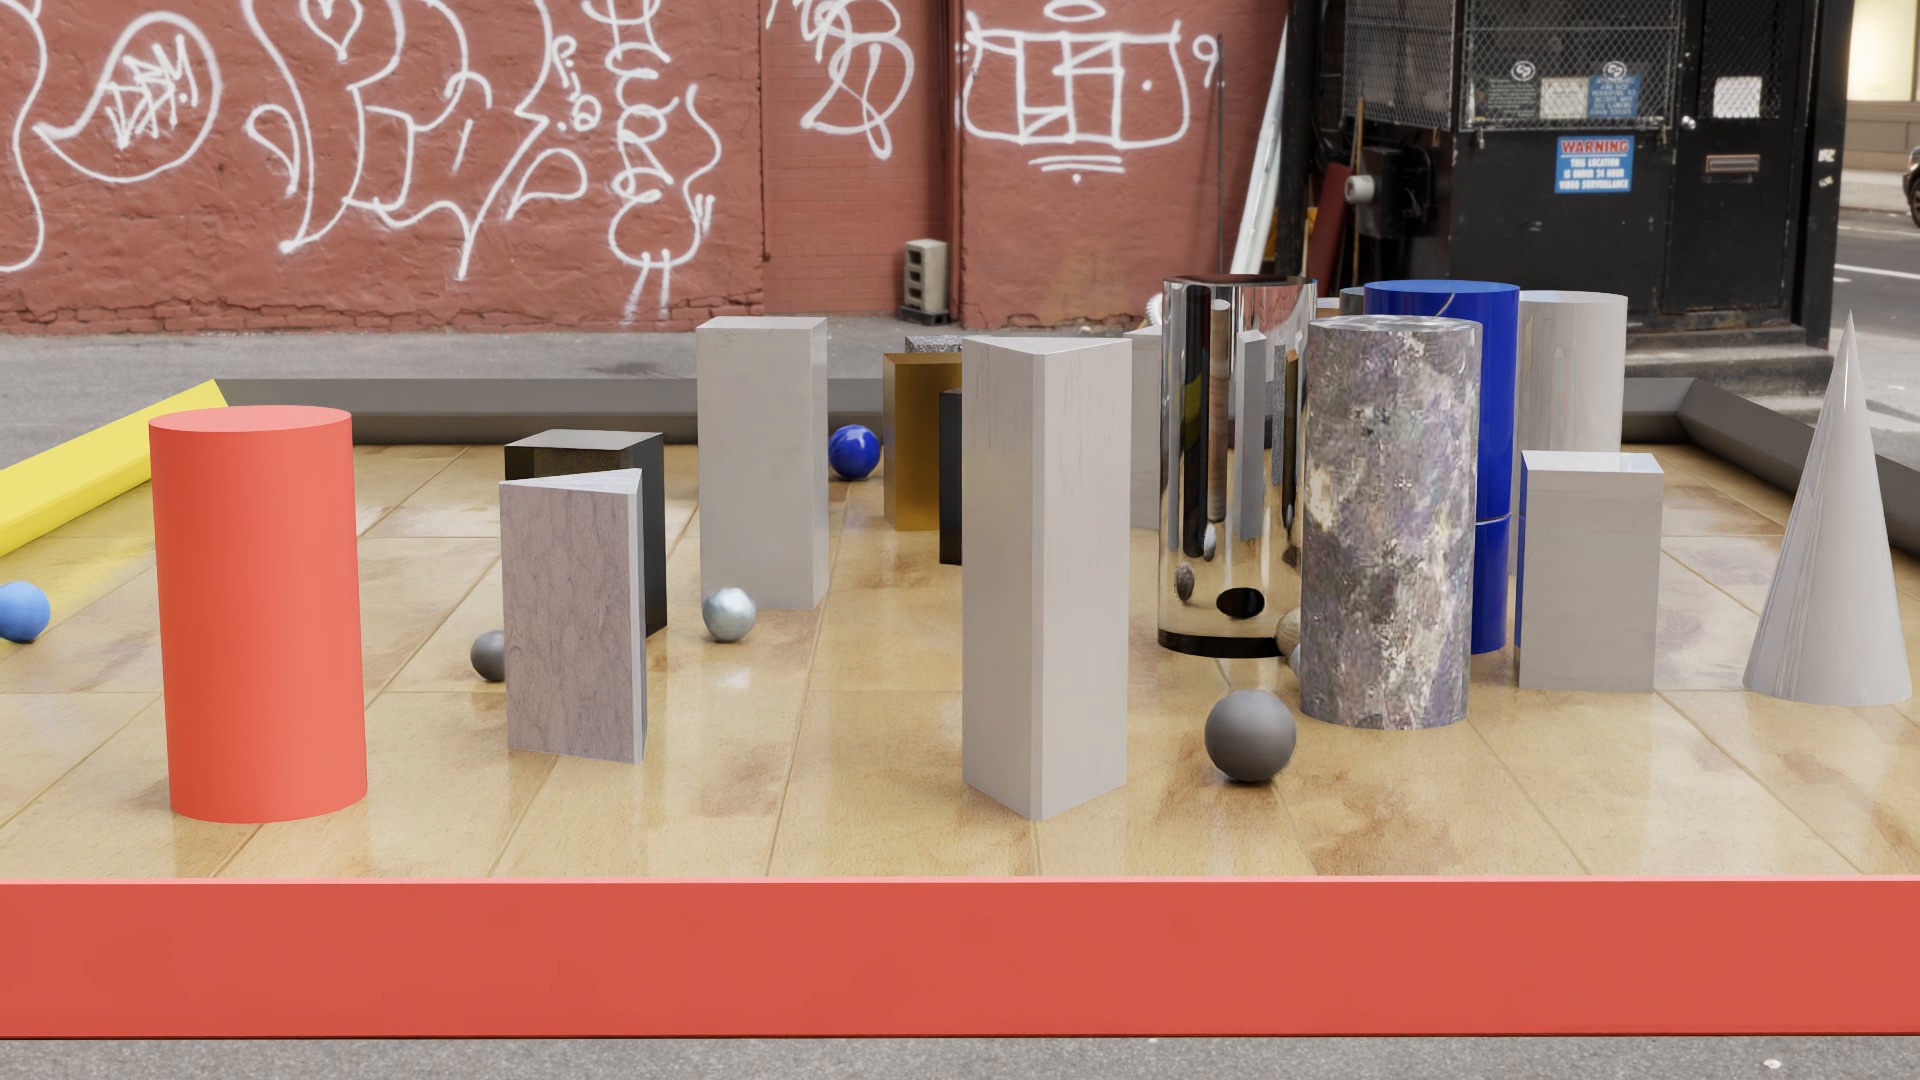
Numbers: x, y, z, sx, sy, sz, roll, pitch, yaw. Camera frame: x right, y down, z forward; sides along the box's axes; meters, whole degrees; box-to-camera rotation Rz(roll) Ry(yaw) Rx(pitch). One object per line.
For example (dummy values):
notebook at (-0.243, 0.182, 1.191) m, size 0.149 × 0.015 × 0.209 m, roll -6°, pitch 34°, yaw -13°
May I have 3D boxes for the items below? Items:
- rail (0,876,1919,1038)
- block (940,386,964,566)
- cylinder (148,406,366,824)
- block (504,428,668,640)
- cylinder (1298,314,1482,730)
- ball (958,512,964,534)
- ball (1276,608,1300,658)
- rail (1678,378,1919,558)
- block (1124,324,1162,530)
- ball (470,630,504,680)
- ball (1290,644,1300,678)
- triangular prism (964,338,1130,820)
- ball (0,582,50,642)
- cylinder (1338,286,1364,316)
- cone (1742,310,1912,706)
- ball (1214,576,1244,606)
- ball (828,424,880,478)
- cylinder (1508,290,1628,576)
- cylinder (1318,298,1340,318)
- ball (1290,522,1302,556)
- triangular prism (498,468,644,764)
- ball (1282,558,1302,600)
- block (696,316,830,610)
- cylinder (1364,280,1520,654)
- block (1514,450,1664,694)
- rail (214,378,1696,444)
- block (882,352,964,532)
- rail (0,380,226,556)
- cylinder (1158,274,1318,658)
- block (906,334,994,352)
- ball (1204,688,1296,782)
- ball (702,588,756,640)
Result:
rail at (0.009, 0.310, 1.952) m, size 2.867 × 0.125 × 0.045 m, roll 0°, pitch 11°, yaw 0°
block at (0.072, -0.097, 3.795) m, size 0.154 × 0.254 × 0.154 m, roll 5°, pitch 12°, yaw 24°
cylinder at (-0.695, 0.069, 2.548) m, size 0.192 × 0.383 × 0.192 m, roll 0°, pitch 11°, yaw 0°
block at (-0.477, -0.003, 3.287) m, size 0.154 × 0.255 × 0.154 m, roll 3°, pitch 11°, yaw 14°
cylinder at (0.483, -0.024, 2.892) m, size 0.192 × 0.441 × 0.192 m, roll 0°, pitch 11°, yaw 0°
ball at (0.025, -0.026, 3.963) m, size 0.053 × 0.053 × 0.053 m, roll 0°, pitch 11°, yaw 0°
ball at (0.422, 0.117, 3.153) m, size 0.069 × 0.069 × 0.069 m, roll 0°, pitch 11°, yaw 0°
rail at (1.410, 0.031, 3.457) m, size 0.045 × 0.125 × 3.092 m, roll 0°, pitch 11°, yaw 0°
block at (0.358, -0.180, 4.097) m, size 0.154 × 0.308 × 0.154 m, roll 5°, pitch 12°, yaw 24°
ball at (-0.554, 0.138, 3.064) m, size 0.060 × 0.060 × 0.060 m, roll 0°, pitch 11°, yaw 0°
ball at (0.420, 0.145, 3.040) m, size 0.055 × 0.055 × 0.055 m, roll 0°, pitch 11°, yaw 0°
triangular prism at (0.063, 0.029, 2.563) m, size 0.144 × 0.456 × 0.166 m, roll 7°, pitch 13°, yaw 34°
ball at (-1.198, 0.091, 3.266) m, size 0.077 × 0.077 × 0.077 m, roll 0°, pitch 11°, yaw 0°
cylinder at (0.662, -0.178, 3.858) m, size 0.192 × 0.391 × 0.192 m, roll 0°, pitch 11°, yaw 0°
cone at (1.026, -0.047, 2.997) m, size 0.192 × 0.448 × 0.192 m, roll 0°, pitch 11°, yaw 0°
ball at (0.365, 0.070, 3.481) m, size 0.040 × 0.040 × 0.040 m, roll 0°, pitch 11°, yaw 0°
ball at (-0.188, -0.156, 4.546) m, size 0.096 × 0.096 × 0.096 m, roll 0°, pitch 11°, yaw 0°
cylinder at (0.861, -0.156, 3.724) m, size 0.192 × 0.396 × 0.192 m, roll 0°, pitch 11°, yaw 0°
cylinder at (0.623, -0.218, 4.206) m, size 0.192 × 0.341 × 0.192 m, roll 0°, pitch 11°, yaw 0°
ball at (0.520, -0.002, 3.833) m, size 0.054 × 0.054 × 0.054 m, roll 0°, pitch 11°, yaw 0°
triangular prism at (-0.383, 0.075, 2.774) m, size 0.166 × 0.289 × 0.144 m, roll 5°, pitch 12°, yaw 25°
ball at (0.470, 0.054, 3.520) m, size 0.057 × 0.057 × 0.057 m, roll 0°, pitch 11°, yaw 0°
block at (-0.267, -0.108, 3.508) m, size 0.154 × 0.380 × 0.154 m, roll 1°, pitch 11°, yaw 5°
cylinder at (0.601, -0.095, 3.245) m, size 0.192 × 0.452 × 0.192 m, roll 0°, pitch 11°, yaw 0°
block at (0.748, 0.035, 3.065) m, size 0.154 × 0.261 × 0.154 m, roll 2°, pitch 11°, yaw 9°
rail at (-0.009, -0.246, 4.946) m, size 2.867 × 0.125 × 0.045 m, roll 0°, pitch 11°, yaw 0°
block at (-0.037, -0.159, 4.102) m, size 0.154 × 0.265 × 0.154 m, roll -2°, pitch 11°, yaw -8°
rail at (-1.410, 0.034, 3.441) m, size 0.045 × 0.125 × 3.092 m, roll 0°, pitch 11°, yaw 0°
cylinder at (0.348, -0.097, 3.230) m, size 0.192 × 0.460 × 0.192 m, roll 0°, pitch 11°, yaw 0°
block at (-0.013, -0.233, 4.552) m, size 0.154 × 0.245 × 0.154 m, roll -1°, pitch 11°, yaw -7°
ball at (0.298, 0.200, 2.633) m, size 0.095 × 0.095 × 0.095 m, roll 0°, pitch 11°, yaw 0°
ball at (-0.293, 0.094, 3.273) m, size 0.069 × 0.069 × 0.069 m, roll 0°, pitch 11°, yaw 0°
